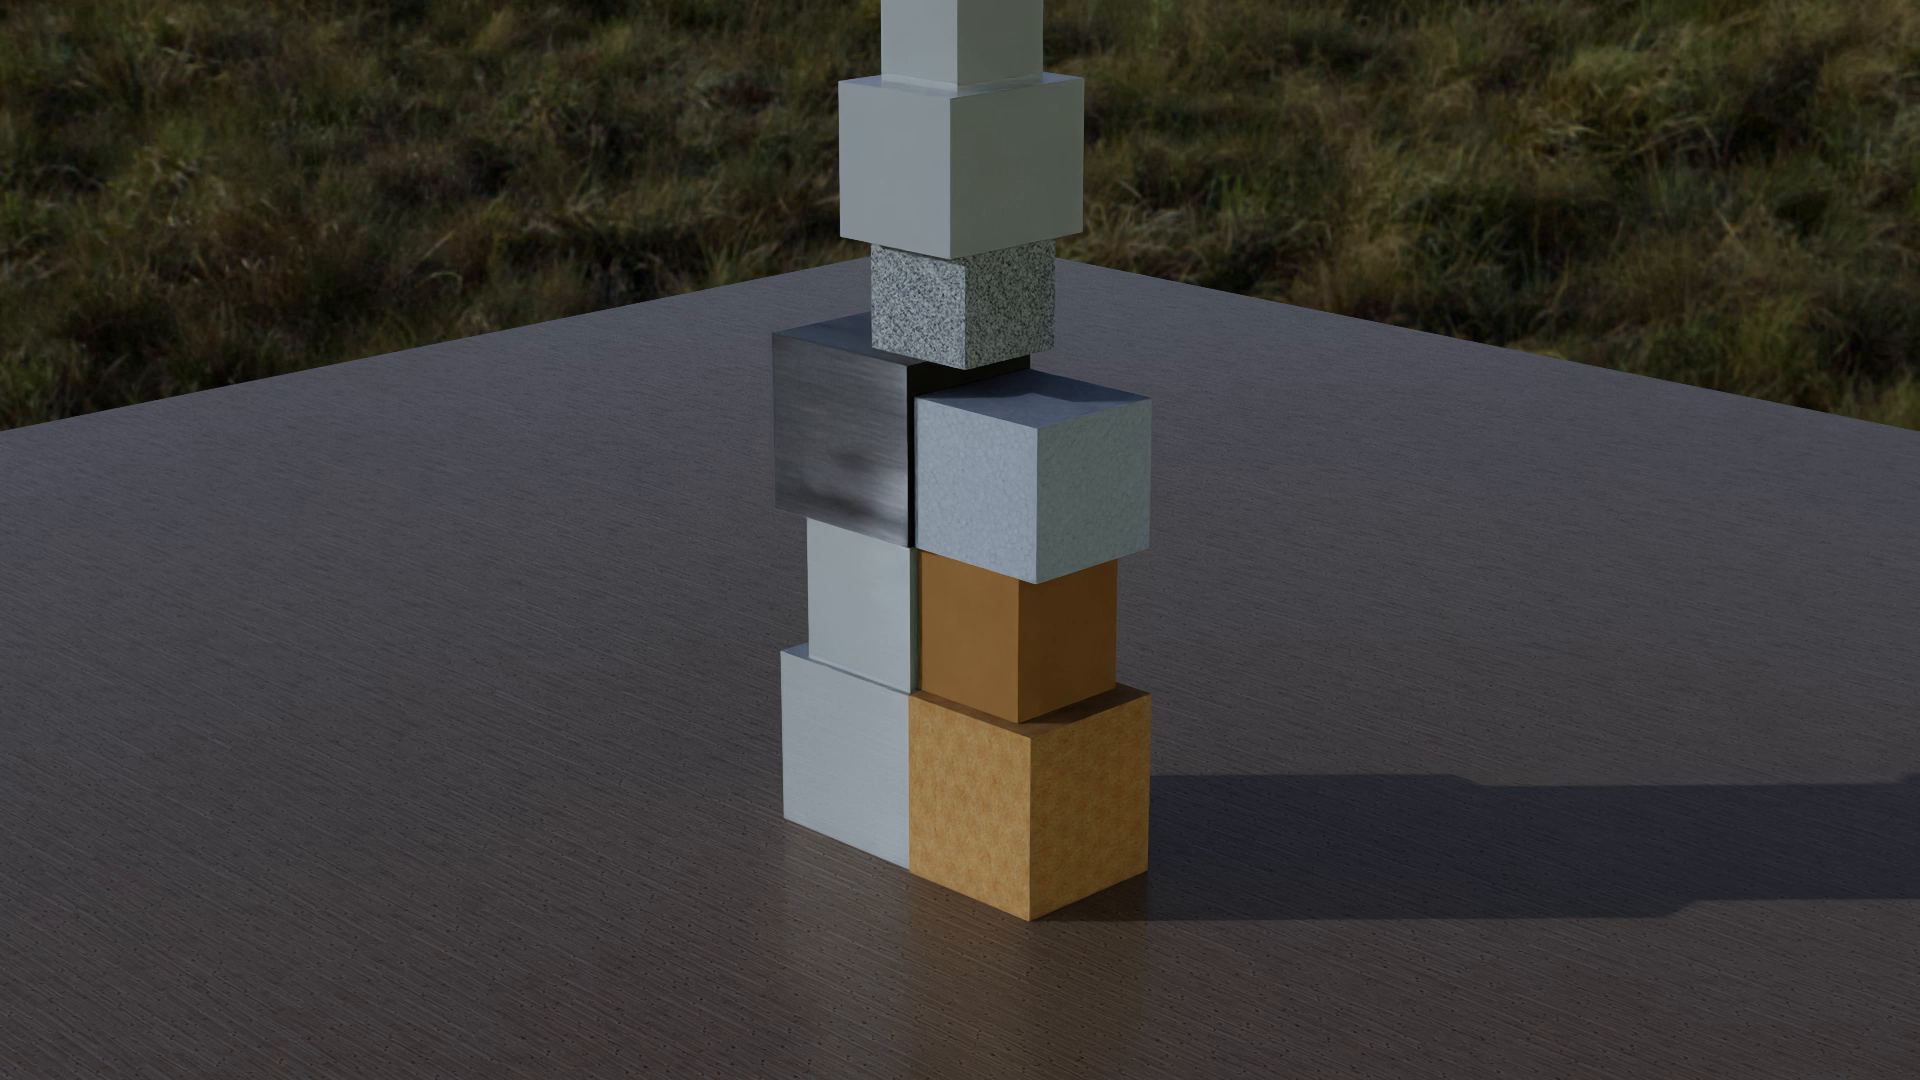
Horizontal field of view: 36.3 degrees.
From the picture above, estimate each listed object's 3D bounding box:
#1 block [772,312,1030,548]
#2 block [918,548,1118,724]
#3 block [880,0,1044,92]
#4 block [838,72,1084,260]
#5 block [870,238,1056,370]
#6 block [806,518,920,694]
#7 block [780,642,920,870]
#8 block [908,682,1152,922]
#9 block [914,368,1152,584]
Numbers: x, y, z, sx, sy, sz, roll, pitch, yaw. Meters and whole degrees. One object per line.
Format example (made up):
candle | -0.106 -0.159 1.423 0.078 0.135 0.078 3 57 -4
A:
block | -0.269 -0.536 13.450 0.778 0.832 0.884 -17 24 -42
block | 0.258 0.341 13.206 0.639 0.695 0.627 -17 24 -42
block | 0.010 -2.211 12.657 0.525 0.444 0.465 -17 24 -42
block | 0.008 -1.673 12.824 0.826 0.682 0.685 -17 24 -42
block | 0.013 -1.104 13.009 0.565 0.515 0.588 -17 24 -42
block | -0.239 0.216 13.631 0.644 0.712 0.682 -17 24 -42
block | -0.276 0.944 13.922 0.739 0.851 0.875 -17 24 -42
block | 0.316 1.110 13.365 0.789 0.868 0.763 -17 24 -42
block | 0.320 -0.294 12.921 0.728 0.689 0.744 -17 24 -42
